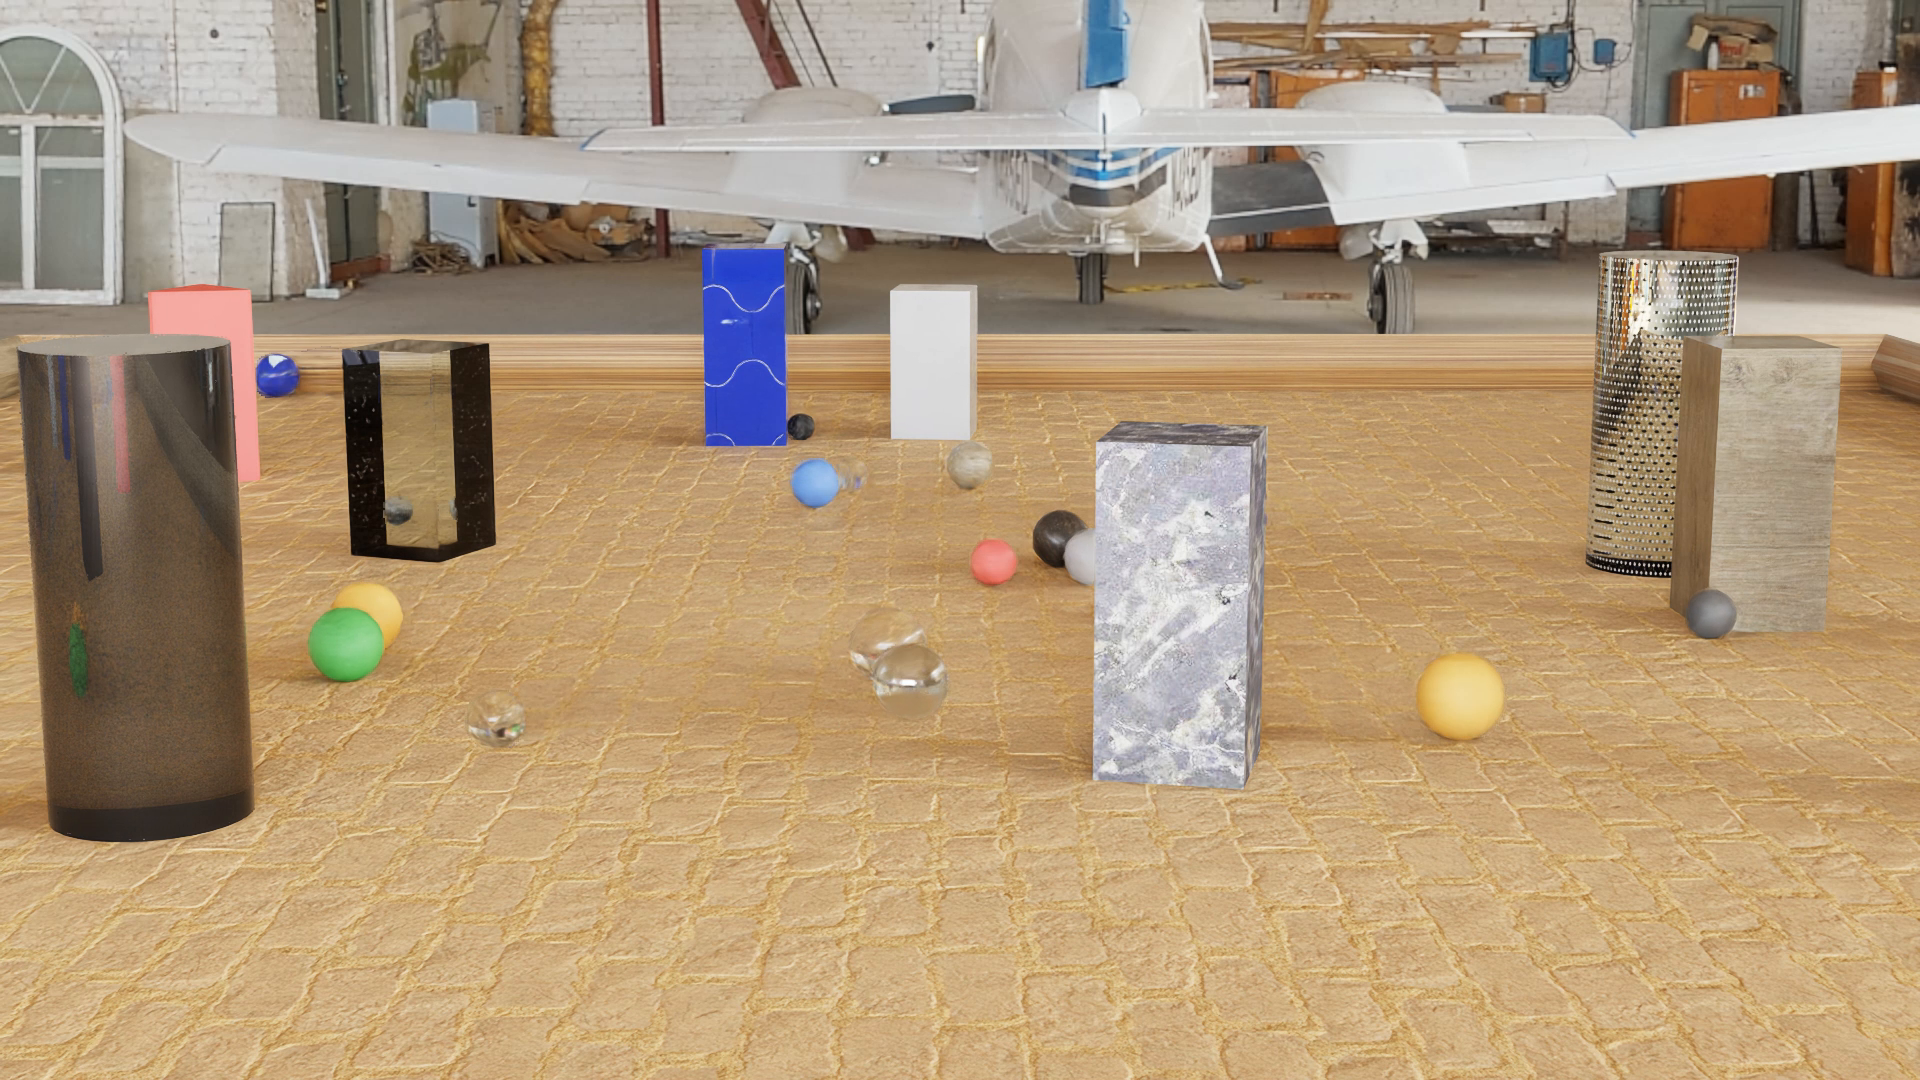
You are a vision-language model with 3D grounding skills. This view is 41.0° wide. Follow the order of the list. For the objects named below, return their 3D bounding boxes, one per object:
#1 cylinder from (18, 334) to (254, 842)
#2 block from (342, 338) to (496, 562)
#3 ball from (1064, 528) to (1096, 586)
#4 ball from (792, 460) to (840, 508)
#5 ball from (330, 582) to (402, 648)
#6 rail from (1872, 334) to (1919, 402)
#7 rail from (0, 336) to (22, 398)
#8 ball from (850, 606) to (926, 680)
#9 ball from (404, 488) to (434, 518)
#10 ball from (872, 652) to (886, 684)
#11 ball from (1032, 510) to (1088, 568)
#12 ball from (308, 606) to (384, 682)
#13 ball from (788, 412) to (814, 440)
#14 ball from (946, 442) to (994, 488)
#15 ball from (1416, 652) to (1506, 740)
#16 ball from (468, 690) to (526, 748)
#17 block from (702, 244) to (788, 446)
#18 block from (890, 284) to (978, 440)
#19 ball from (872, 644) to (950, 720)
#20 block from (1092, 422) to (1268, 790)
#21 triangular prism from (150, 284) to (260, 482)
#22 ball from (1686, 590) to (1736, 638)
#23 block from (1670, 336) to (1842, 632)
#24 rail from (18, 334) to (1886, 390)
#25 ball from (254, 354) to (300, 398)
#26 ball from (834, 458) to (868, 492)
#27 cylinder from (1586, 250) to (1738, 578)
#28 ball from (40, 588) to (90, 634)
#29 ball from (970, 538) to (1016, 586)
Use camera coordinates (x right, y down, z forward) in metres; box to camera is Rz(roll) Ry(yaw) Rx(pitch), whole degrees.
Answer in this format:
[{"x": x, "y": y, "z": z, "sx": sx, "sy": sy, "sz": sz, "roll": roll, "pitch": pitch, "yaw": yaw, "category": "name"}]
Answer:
[{"x": -0.795, "y": 0.041, "z": 2.485, "sx": 0.194, "sy": 0.463, "sz": 0.194, "roll": 0, "pitch": 11, "yaw": 0, "category": "cylinder"}, {"x": -0.813, "y": -0.137, "z": 3.865, "sx": 0.155, "sy": 0.310, "sz": 0.155, "roll": 4, "pitch": 11, "yaw": 22, "category": "block"}, {"x": 0.187, "y": 0.024, "z": 3.626, "sx": 0.081, "sy": 0.081, "sz": 0.081, "roll": 0, "pitch": 11, "yaw": 0, "category": "ball"}, {"x": -0.240, "y": -0.094, "z": 4.265, "sx": 0.079, "sy": 0.079, "sz": 0.079, "roll": 0, "pitch": 11, "yaw": 0, "category": "ball"}, {"x": -0.742, "y": 0.098, "z": 3.201, "sx": 0.090, "sy": 0.090, "sz": 0.090, "roll": 0, "pitch": 11, "yaw": 0, "category": "ball"}, {"x": 2.076, "y": 0.030, "z": 3.461, "sx": 0.045, "sy": 0.126, "sz": 4.734, "roll": 0, "pitch": 11, "yaw": 0, "category": "rail"}, {"x": -2.076, "y": 0.035, "z": 3.437, "sx": 0.045, "sy": 0.126, "sz": 4.734, "roll": 0, "pitch": 11, "yaw": 0, "category": "rail"}, {"x": -0.085, "y": 0.125, "z": 3.048, "sx": 0.092, "sy": 0.092, "sz": 0.092, "roll": 0, "pitch": 11, "yaw": 0, "category": "ball"}, {"x": -0.876, "y": -0.059, "z": 4.157, "sx": 0.049, "sy": 0.049, "sz": 0.049, "roll": 0, "pitch": 11, "yaw": 0, "category": "ball"}, {"x": -0.073, "y": 0.156, "z": 2.973, "sx": 0.058, "sy": 0.058, "sz": 0.058, "roll": 0, "pitch": 11, "yaw": 0, "category": "ball"}, {"x": 0.148, "y": -0.002, "z": 3.753, "sx": 0.085, "sy": 0.085, "sz": 0.085, "roll": 0, "pitch": 11, "yaw": 0, "category": "ball"}, {"x": -0.734, "y": 0.124, "z": 3.064, "sx": 0.089, "sy": 0.089, "sz": 0.089, "roll": 0, "pitch": 11, "yaw": 0, "category": "ball"}, {"x": -0.311, "y": -0.222, "z": 5.026, "sx": 0.053, "sy": 0.053, "sz": 0.053, "roll": 0, "pitch": 11, "yaw": 0, "category": "ball"}, {"x": 0.017, "y": -0.130, "z": 4.451, "sx": 0.081, "sy": 0.081, "sz": 0.081, "roll": 0, "pitch": 11, "yaw": 0, "category": "ball"}, {"x": 0.545, "y": 0.170, "z": 2.795, "sx": 0.096, "sy": 0.096, "sz": 0.096, "roll": 0, "pitch": 11, "yaw": 0, "category": "ball"}, {"x": -0.500, "y": 0.193, "z": 2.766, "sx": 0.062, "sy": 0.062, "sz": 0.062, "roll": 0, "pitch": 11, "yaw": 0, "category": "ball"}, {"x": -0.416, "y": -0.382, "z": 4.993, "sx": 0.155, "sy": 0.379, "sz": 0.155, "roll": 0, "pitch": 11, "yaw": -2, "category": "block"}, {"x": -0.051, "y": -0.355, "z": 5.090, "sx": 0.155, "sy": 0.291, "sz": 0.155, "roll": 1, "pitch": 11, "yaw": 6, "category": "block"}, {"x": -0.055, "y": 0.159, "z": 2.883, "sx": 0.086, "sy": 0.086, "sz": 0.086, "roll": 0, "pitch": 11, "yaw": 0, "category": "ball"}, {"x": 0.230, "y": 0.064, "z": 2.669, "sx": 0.155, "sy": 0.352, "sz": 0.155, "roll": 2, "pitch": 11, "yaw": 13, "category": "block"}, {"x": -1.342, "y": -0.280, "z": 4.562, "sx": 0.168, "sy": 0.337, "sz": 0.146, "roll": -3, "pitch": 11, "yaw": -15, "category": "triangular prism"}, {"x": 0.964, "y": 0.095, "z": 3.292, "sx": 0.063, "sy": 0.063, "sz": 0.063, "roll": 0, "pitch": 11, "yaw": 0, "category": "ball"}, {"x": 1.044, "y": -0.076, "z": 3.376, "sx": 0.155, "sy": 0.369, "sz": 0.155, "roll": 0, "pitch": 11, "yaw": -2, "category": "block"}, {"x": -0.013, "y": -0.395, "z": 5.753, "sx": 4.199, "sy": 0.126, "sz": 0.045, "roll": 0, "pitch": 11, "yaw": 0, "category": "rail"}, {"x": -1.507, "y": -0.363, "z": 5.663, "sx": 0.097, "sy": 0.097, "sz": 0.097, "roll": 0, "pitch": 11, "yaw": 0, "category": "ball"}, {"x": -0.188, "y": -0.111, "z": 4.409, "sx": 0.060, "sy": 0.060, "sz": 0.060, "roll": 0, "pitch": 11, "yaw": 0, "category": "ball"}, {"x": 1.020, "y": -0.187, "z": 3.736, "sx": 0.194, "sy": 0.454, "sz": 0.194, "roll": 0, "pitch": 11, "yaw": 0, "category": "cylinder"}, {"x": -1.157, "y": 0.092, "z": 3.316, "sx": 0.059, "sy": 0.059, "sz": 0.059, "roll": 0, "pitch": 11, "yaw": 0, "category": "ball"}, {"x": 0.047, "y": 0.031, "z": 3.626, "sx": 0.066, "sy": 0.066, "sz": 0.066, "roll": 0, "pitch": 11, "yaw": 0, "category": "ball"}]
